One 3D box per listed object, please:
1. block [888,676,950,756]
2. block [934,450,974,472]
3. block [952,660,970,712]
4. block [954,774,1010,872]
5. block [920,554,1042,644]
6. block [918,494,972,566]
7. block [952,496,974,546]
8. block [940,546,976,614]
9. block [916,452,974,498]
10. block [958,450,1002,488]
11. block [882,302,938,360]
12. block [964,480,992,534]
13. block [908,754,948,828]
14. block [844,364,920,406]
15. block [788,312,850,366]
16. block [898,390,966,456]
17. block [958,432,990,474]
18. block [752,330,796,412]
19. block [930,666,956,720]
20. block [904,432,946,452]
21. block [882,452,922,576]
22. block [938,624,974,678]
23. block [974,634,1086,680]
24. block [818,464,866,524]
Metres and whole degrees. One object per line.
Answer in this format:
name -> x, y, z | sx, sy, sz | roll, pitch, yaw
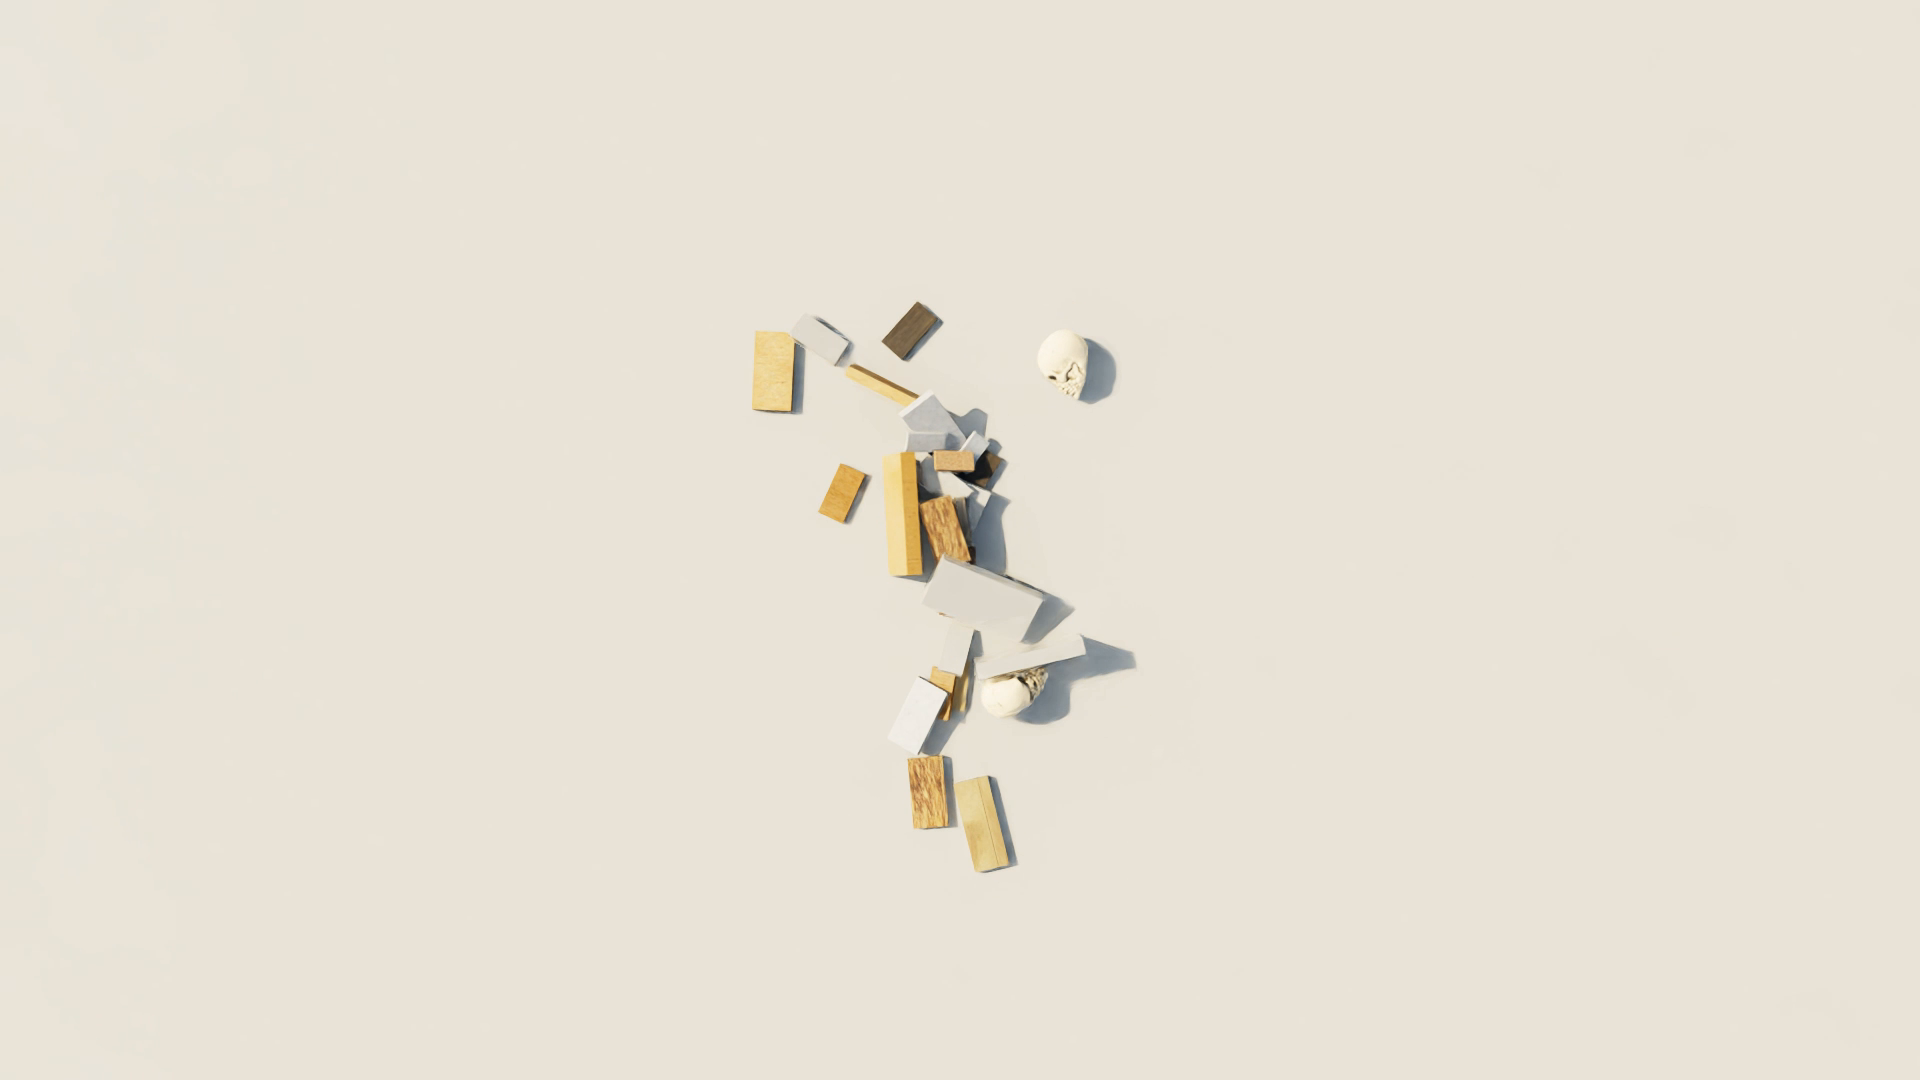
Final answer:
block -> -0.137, 0.581, 5.456 | 0.116, 0.033, 0.232 | 28, 96, 16
block -> -0.019, -0.257, 5.403 | 0.131, 0.018, 0.065 | 1, 74, -19
block -> -0.017, 0.482, 5.488 | 0.083, 0.023, 0.166 | 6, 90, 0
block -> 0.070, 0.943, 5.484 | 0.116, 0.033, 0.300 | -14, 90, 0
block -> 0.071, 0.192, 5.412 | 0.356, 0.050, 0.178 | 22, 113, -10
block -> -0.051, -0.027, 5.377 | 0.113, 0.032, 0.225 | -16, 104, 8
block -> -0.022, -0.027, 5.438 | 0.113, 0.032, 0.225 | -8, 112, 6
block -> -0.006, 0.133, 5.453 | 0.112, 0.032, 0.225 | 1, 105, 2
block -> -0.059, -0.190, 5.423 | 0.189, 0.027, 0.095 | 39, 104, -4
block -> 0.048, -0.212, 5.487 | 0.095, 0.027, 0.189 | 33, 90, 0
block -> -0.168, -0.697, 5.487 | 0.090, 0.026, 0.180 | 42, 90, 0
block -> 0.022, -0.091, 5.464 | 0.094, 0.027, 0.189 | 24, 103, 2
block -> -0.107, 0.837, 5.484 | 0.116, 0.033, 0.232 | -5, 90, 0
block -> -0.248, -0.504, 5.433 | 0.259, 0.130, 0.037 | 26, 101, 0
block -> -0.468, -0.668, 5.466 | 0.180, 0.026, 0.090 | 34, 90, -14
block -> -0.078, -0.357, 5.412 | 0.130, 0.037, 0.259 | -37, 124, 0
block -> 0.034, -0.287, 5.451 | 0.065, 0.018, 0.131 | 36, 90, -25
block -> -0.619, -0.560, 5.482 | 0.130, 0.037, 0.259 | 3, 90, 0
block -> -0.063, 0.508, 5.465 | 0.083, 0.023, 0.166 | 9, 91, 17
block -> -0.114, -0.319, 5.384 | 0.131, 0.018, 0.065 | -1, 117, -22
block -> -0.191, -0.084, 5.408 | 0.050, 0.178, 0.398 | -3, 90, -22
block -> -0.014, 0.364, 5.456 | 0.083, 0.023, 0.166 | 15, 66, 0
block -> 0.228, 0.383, 5.410 | 0.356, 0.178, 0.050 | -13, 91, 0
block -> -0.394, -0.155, 5.487 | 0.090, 0.026, 0.180 | 25, 90, 0
